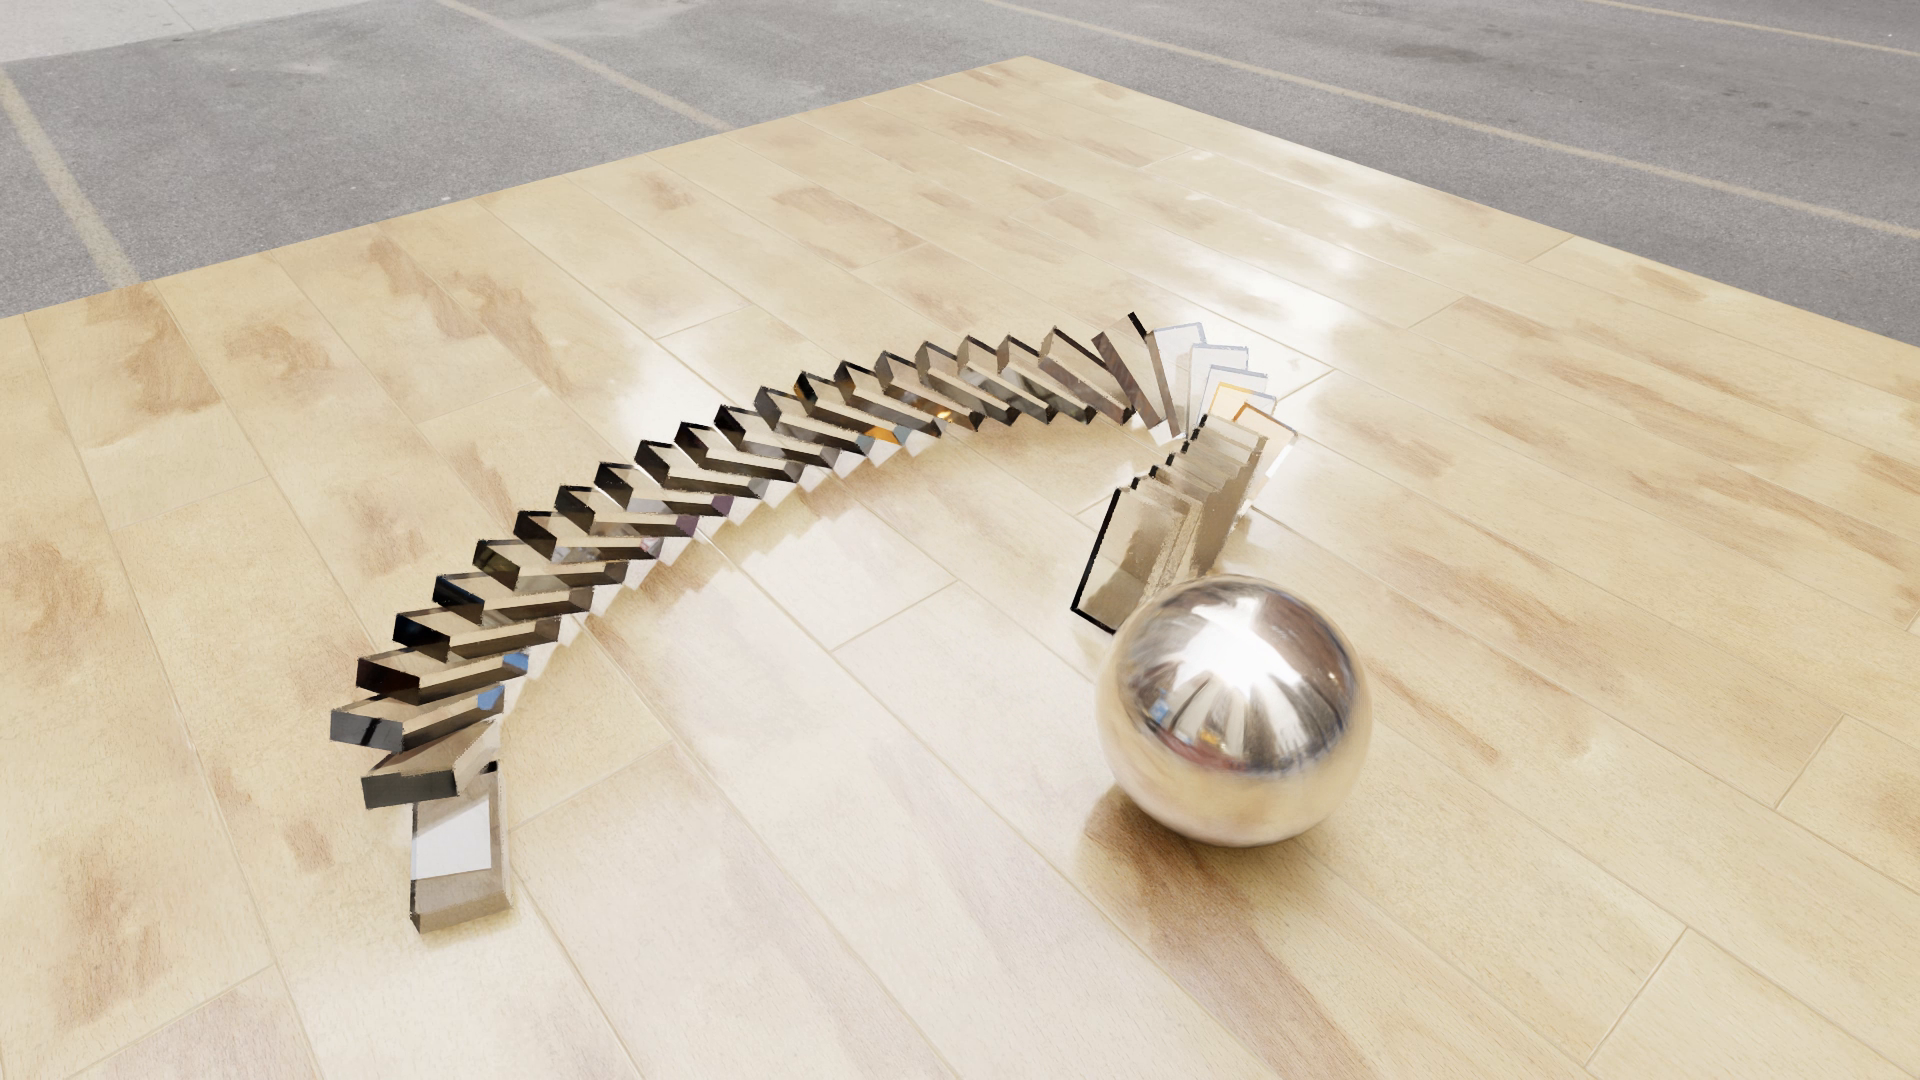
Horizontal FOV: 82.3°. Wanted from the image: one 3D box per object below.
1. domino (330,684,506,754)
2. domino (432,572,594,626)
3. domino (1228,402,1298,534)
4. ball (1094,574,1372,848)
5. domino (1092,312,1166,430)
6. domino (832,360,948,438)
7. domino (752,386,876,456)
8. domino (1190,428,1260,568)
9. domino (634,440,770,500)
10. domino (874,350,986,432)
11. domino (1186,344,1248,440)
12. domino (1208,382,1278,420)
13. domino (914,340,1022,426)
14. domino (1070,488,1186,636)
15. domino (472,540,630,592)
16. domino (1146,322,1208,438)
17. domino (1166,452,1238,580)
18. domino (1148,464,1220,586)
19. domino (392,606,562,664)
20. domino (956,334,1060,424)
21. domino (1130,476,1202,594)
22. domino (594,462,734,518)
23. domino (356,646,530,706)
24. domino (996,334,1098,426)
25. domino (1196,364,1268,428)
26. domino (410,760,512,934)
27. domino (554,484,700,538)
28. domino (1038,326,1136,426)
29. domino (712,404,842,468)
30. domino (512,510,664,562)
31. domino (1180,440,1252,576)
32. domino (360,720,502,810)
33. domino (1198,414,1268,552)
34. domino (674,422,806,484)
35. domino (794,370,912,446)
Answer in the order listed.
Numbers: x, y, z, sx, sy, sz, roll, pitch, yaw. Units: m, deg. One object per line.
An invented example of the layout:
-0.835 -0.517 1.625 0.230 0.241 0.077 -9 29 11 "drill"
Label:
-0.174 0.055 0.355 0.025 0.009 0.050 7 7 11 "domino"
-0.161 0.020 0.400 0.025 0.009 0.050 21 12 24 "domino"
0.114 -0.029 0.455 0.025 0.010 0.050 36 89 26 "domino"
0.080 0.050 0.327 0.080 0.080 0.080 0 39 0 "ball"
0.085 -0.080 0.515 0.025 0.009 0.050 -37 96 -36 "domino"
-0.031 -0.064 0.502 0.050 0.010 0.025 17 29 -33 "domino"
-0.064 -0.052 0.487 0.050 0.009 0.025 12 26 -41 "domino"
0.096 -0.016 0.432 0.025 0.050 0.010 31 22 32 "domino"
-0.107 -0.029 0.459 0.050 0.009 0.025 6 25 -49 "domino"
-0.014 -0.069 0.507 0.050 0.010 0.025 19 30 -30 "domino"
0.116 -0.063 0.496 0.025 0.010 0.050 4 79 4 "domino"
0.114 -0.040 0.469 0.025 0.010 0.050 20 83 20 "domino"
0.004 -0.073 0.512 0.050 0.010 0.025 23 31 -25 "domino"
0.061 0.009 0.401 0.025 0.050 0.009 31 23 32 "domino"
-0.153 0.009 0.413 0.025 0.010 0.050 25 14 28 "domino"
0.105 -0.074 0.509 0.025 0.009 0.050 -12 83 -15 "domino"
0.083 -0.005 0.419 0.025 0.050 0.010 31 23 32 "domino"
0.076 0.000 0.413 0.025 0.050 0.010 31 23 32 "domino"
-0.168 0.031 0.386 0.025 0.009 0.050 17 10 21 "domino"
0.022 -0.075 0.515 0.050 0.009 0.025 26 33 -20 "domino"
0.068 0.004 0.407 0.025 0.050 0.009 31 23 32 "domino"
-0.120 -0.020 0.448 0.025 0.010 0.050 33 18 34 "domino"
-0.173 0.043 0.371 0.025 0.010 0.050 13 9 17 "domino"
0.041 -0.075 0.515 0.050 0.009 0.025 26 35 -20 "domino"
0.117 -0.050 0.482 0.025 0.009 0.050 13 80 16 "domino"
-0.151 0.091 0.332 0.025 0.009 0.050 -13 41 -15 "domino"
-0.132 -0.011 0.437 0.025 0.010 0.050 31 17 32 "domino"
0.060 -0.077 0.516 0.050 0.009 0.025 32 37 -15 "domino"
-0.079 -0.045 0.478 0.050 0.009 0.025 9 26 -45 "domino"
-0.143 -0.002 0.426 0.025 0.010 0.050 29 15 30 "domino"
0.090 -0.010 0.425 0.025 0.050 0.010 31 23 32 "domino"
-0.162 0.068 0.340 0.025 0.009 0.050 -7 7 -8 "domino"
0.101 -0.023 0.440 0.025 0.050 0.010 30 22 31 "domino"
-0.093 -0.037 0.469 0.050 0.010 0.025 7 25 -47 "domino"
-0.048 -0.059 0.496 0.050 0.010 0.025 15 28 -36 "domino"
